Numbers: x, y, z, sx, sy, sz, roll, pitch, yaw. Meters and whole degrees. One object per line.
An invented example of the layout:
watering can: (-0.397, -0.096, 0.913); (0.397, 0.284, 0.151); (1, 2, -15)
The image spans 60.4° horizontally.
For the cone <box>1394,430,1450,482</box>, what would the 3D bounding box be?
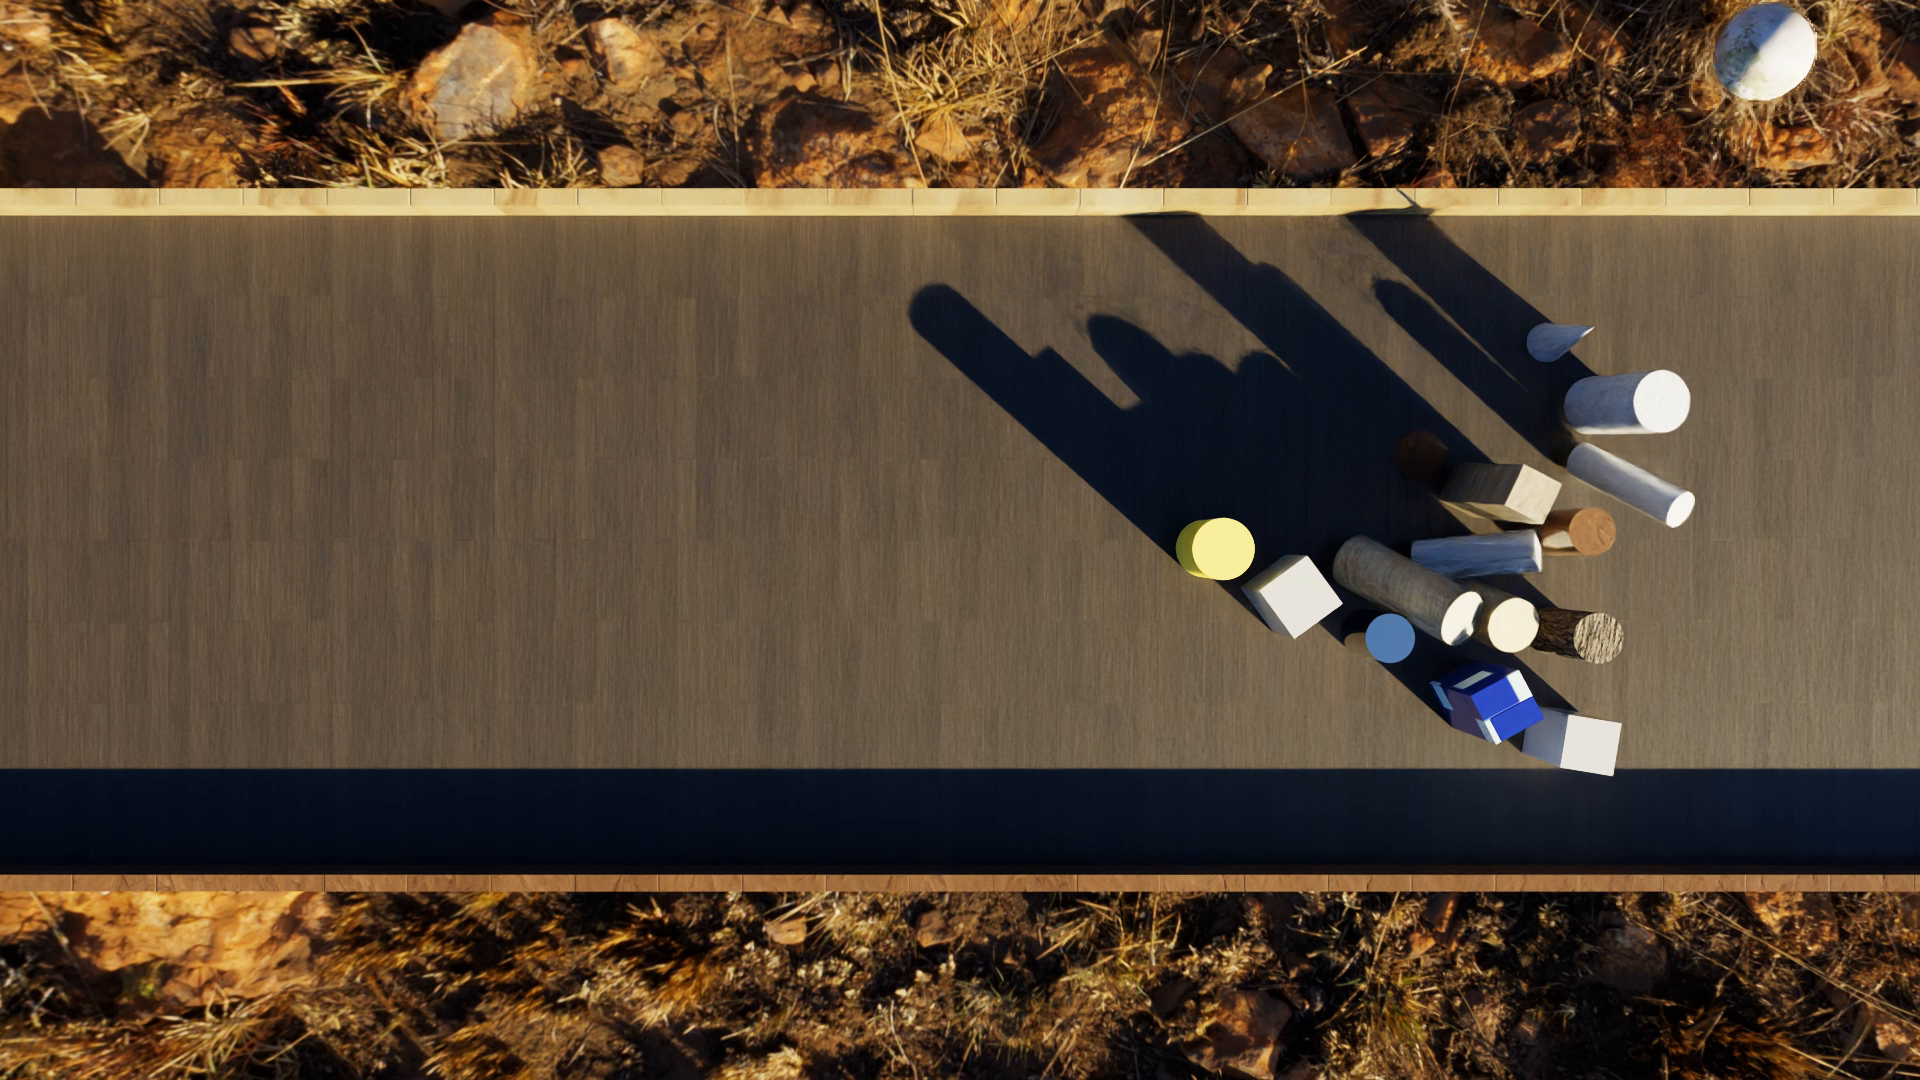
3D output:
cone: (1.417, -0.258, 4.925); (0.164, 0.304, 0.164); (0, 90, 0)

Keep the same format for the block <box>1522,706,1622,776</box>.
block: (1.817, 0.592, 4.913); (0.154, 0.327, 0.154); (9, 90, 0)

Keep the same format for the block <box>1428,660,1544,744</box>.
block: (1.546, 0.472, 4.866); (0.155, 0.421, 0.155); (-28, 90, 0)

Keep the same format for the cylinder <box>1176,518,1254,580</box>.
cylinder: (0.753, 0.026, 4.894); (0.178, 0.366, 0.178); (0, 90, 0)

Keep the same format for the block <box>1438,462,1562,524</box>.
block: (1.577, -0.141, 4.842); (0.126, 0.456, 0.126); (26, 90, -8)

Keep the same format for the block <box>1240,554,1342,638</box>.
block: (0.983, 0.165, 4.914); (0.172, 0.324, 0.172); (-36, 90, 0)

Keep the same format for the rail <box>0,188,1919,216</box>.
rail: (-2.247, -1.025, 5.002); (12.000, 0.150, 0.050); (0, 90, 0)

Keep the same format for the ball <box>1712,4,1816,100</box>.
ball: (2.346, -1.422, 4.814); (0.269, 0.269, 0.269); (0, 90, 0)

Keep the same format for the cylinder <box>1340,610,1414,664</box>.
cylinder: (1.243, 0.284, 4.920); (0.143, 0.313, 0.143); (0, 90, 0)

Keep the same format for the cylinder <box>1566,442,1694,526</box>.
cylinder: (1.987, -0.168, 4.904); (0.111, 0.368, 0.111); (-18, 125, -27)

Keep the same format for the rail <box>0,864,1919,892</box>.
rail: (-2.247, 1.025, 5.001); (12.000, 0.150, 0.050); (0, 90, 0)

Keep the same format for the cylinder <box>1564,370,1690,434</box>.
cylinder: (1.968, -0.403, 4.883); (0.178, 0.359, 0.178); (-1, 93, -11)

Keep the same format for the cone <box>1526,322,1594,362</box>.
cone: (1.804, -0.607, 4.878); (0.122, 0.396, 0.122); (0, 90, 0)

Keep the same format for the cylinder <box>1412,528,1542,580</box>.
cylinder: (1.546, 0.047, 4.940); (0.354, 0.128, 0.128); (-7, 90, 27)

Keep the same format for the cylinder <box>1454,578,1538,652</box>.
cylinder: (1.546, 0.212, 4.887); (0.159, 0.349, 0.159); (-2, 101, -12)

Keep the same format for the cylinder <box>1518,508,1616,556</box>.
cylinder: (1.792, -0.023, 4.884); (0.137, 0.380, 0.137); (0, 90, -2)

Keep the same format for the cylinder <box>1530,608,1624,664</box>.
cylinder: (1.812, 0.278, 4.878); (0.144, 0.398, 0.144); (0, 90, 0)

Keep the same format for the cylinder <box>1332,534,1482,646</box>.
cylinder: (1.312, 0.142, 4.859); (0.167, 0.434, 0.167); (-16, 121, -29)
